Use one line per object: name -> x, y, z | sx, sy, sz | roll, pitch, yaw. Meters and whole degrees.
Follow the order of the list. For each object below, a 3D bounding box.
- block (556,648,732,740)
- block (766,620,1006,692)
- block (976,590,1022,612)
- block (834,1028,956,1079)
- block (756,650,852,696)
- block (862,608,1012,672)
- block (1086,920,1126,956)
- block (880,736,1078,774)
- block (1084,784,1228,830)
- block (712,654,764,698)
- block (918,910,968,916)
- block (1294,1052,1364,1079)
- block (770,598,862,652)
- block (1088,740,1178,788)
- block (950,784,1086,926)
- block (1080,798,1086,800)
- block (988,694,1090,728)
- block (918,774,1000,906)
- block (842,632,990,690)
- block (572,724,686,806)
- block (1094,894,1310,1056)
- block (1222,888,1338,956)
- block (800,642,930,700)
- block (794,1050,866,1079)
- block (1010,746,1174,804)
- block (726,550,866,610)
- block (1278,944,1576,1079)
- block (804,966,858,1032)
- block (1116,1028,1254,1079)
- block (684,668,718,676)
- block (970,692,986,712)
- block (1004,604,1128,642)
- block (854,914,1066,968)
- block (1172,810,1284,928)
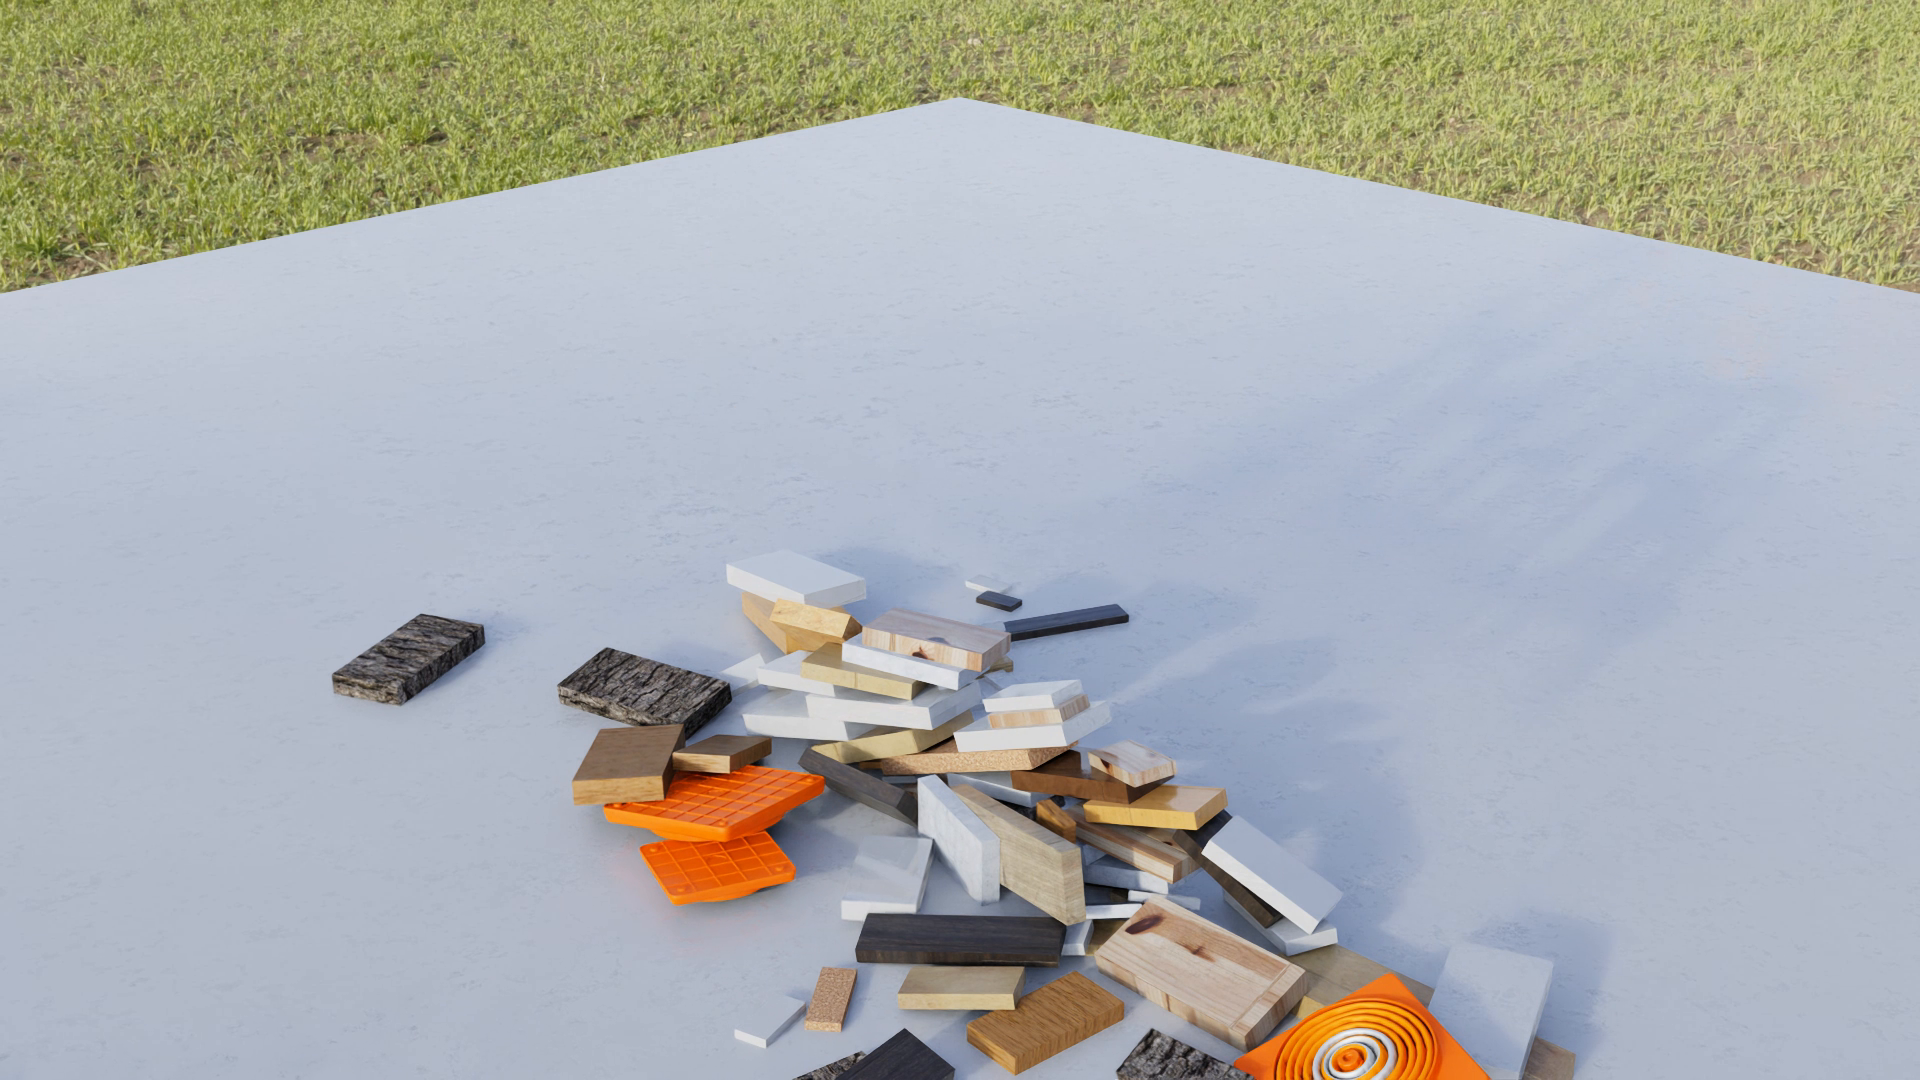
block -> -0.699, 0.339, 4.870 | 0.348, 0.049, 0.174 | 13, 34, 28
block -> -0.167, 0.264, 5.025 | 0.561, 0.091, 0.026 | -9, 61, -21
block -> 0.096, 0.150, 5.389 | 0.102, 0.014, 0.051 | 15, 27, 31
block -> -0.138, 0.897, 3.549 | 0.115, 0.033, 0.260 | 33, 41, 29
block -> -0.303, 0.280, 4.647 | 0.123, 0.035, 0.247 | -22, 19, -41
block -> -0.048, 0.201, 4.488 | 0.271, 0.038, 0.135 | 12, 21, 24
block -> 0.280, 0.728, 4.016 | 0.165, 0.023, 0.082 | 2, 23, 4
block -> 0.035, 0.421, 4.406 | 0.419, 0.041, 0.143 | -8, 10, 45
block -> 0.364, 0.494, 4.096 | 0.239, 0.034, 0.120 | -1, 16, 37
block -> -0.497, 0.312, 4.918 | 0.140, 0.020, 0.070 | -26, 45, -8
block -> -0.053, 0.710, 4.065 | 0.126, 0.018, 0.063 | 3, 23, 8
block -> 0.625, 0.897, 3.620 | 0.069, 0.020, 0.138 | -17, 28, -35
block -> -0.237, 0.244, 4.760 | 0.179, 0.051, 0.430 | 12, -18, 26
block -> 0.323, 0.419, 4.136 | 0.091, 0.026, 0.182 | -15, 14, -21
block -> 0.101, 0.580, 4.100 | 0.039, 0.138, 0.457 | -11, 13, -24
block -> 0.198, 0.488, 4.576 | 0.198, 0.028, 0.099 | 11, 25, 24
block -> 0.152, 0.331, 4.255 | 0.182, 0.026, 0.091 | -9, 10, 42
block -> -0.004, 0.575, 4.229 | 0.039, 0.138, 0.275 | -11, 25, -24
block -> -0.090, 0.237, 4.496 | 0.271, 0.038, 0.135 | 13, 21, 26
block -> -0.675, 0.458, 4.515 | 0.179, 0.051, 0.357 | -3, 12, 1
block -> 0.421, 0.755, 3.851 | 0.342, 0.048, 0.171 | 22, 50, 41
block -> 0.583, 0.684, 4.033 | 0.099, 0.028, 0.288 | -13, 15, -14
block -> -0.188, 0.268, 4.507 | 0.247, 0.035, 0.123 | 10, 20, 20
block -> -0.262, 0.917, 3.562 | 0.310, 0.028, 0.100 | -15, 27, -32
block -> 0.252, 0.447, 4.218 | 0.286, 0.041, 0.143 | 2, 18, 43
block -> -0.399, 0.099, 5.320 | 0.174, 0.049, 0.348 | -14, 20, -35
block -> 0.767, 0.825, 3.754 | 0.530, 0.048, 0.171 | 20, 30, 39
block -> -0.225, 0.803, 3.846 | 0.063, 0.018, 0.165 | 3, 23, 7
block -> 0.370, 0.883, 3.601 | 0.205, 0.029, 0.103 | 18, 48, 37
block -> -0.581, 0.318, 4.963 | 0.105, 0.015, 0.053 | 6, 47, 10
block -> 0.026, 0.352, 4.913 | 0.051, 0.014, 0.102 | -9, 25, -20
block -> 0.057, 0.227, 5.201 | 0.722, 0.020, 0.070 | -9, 24, -19
block -> 0.002, 0.720, 3.961 | 0.369, 0.029, 0.103 | -1, 30, 13
block -> 0.514, 0.594, 4.021 | 0.239, 0.034, 0.120 | 43, 42, 23
